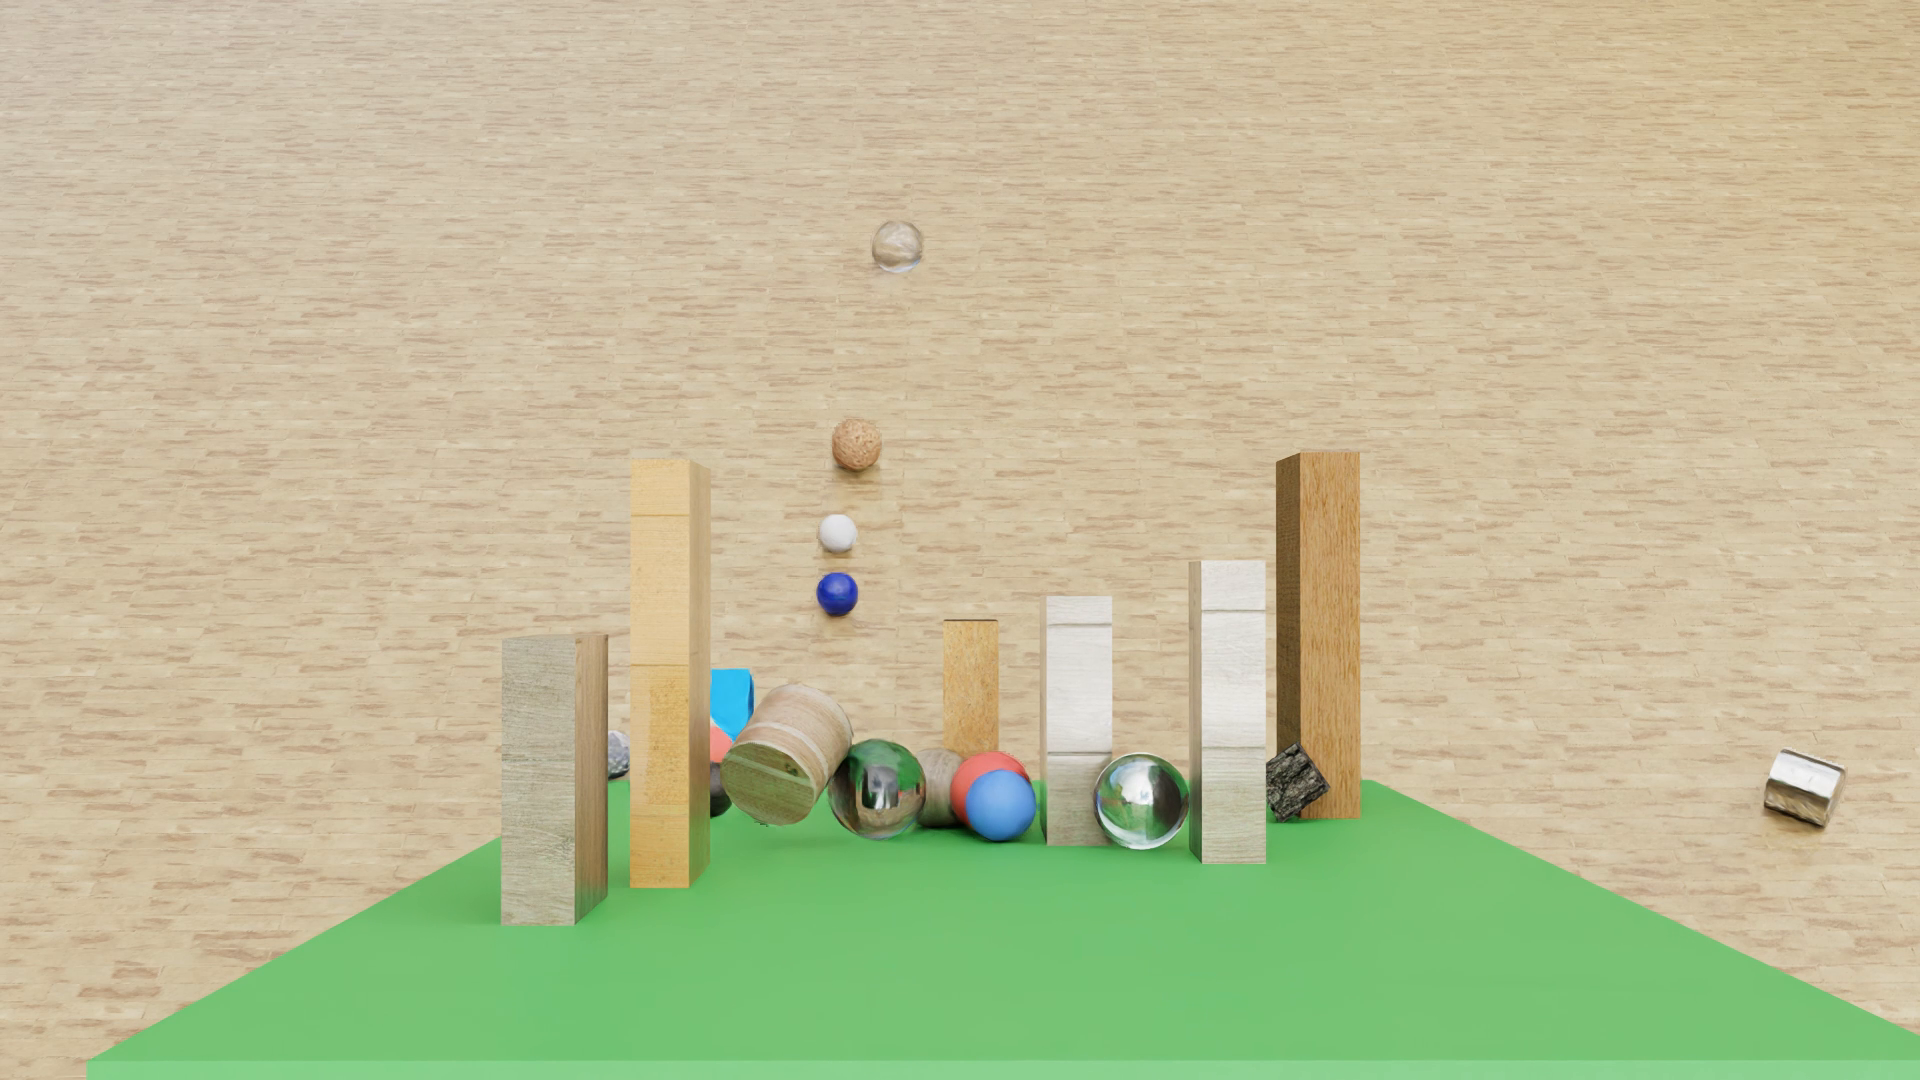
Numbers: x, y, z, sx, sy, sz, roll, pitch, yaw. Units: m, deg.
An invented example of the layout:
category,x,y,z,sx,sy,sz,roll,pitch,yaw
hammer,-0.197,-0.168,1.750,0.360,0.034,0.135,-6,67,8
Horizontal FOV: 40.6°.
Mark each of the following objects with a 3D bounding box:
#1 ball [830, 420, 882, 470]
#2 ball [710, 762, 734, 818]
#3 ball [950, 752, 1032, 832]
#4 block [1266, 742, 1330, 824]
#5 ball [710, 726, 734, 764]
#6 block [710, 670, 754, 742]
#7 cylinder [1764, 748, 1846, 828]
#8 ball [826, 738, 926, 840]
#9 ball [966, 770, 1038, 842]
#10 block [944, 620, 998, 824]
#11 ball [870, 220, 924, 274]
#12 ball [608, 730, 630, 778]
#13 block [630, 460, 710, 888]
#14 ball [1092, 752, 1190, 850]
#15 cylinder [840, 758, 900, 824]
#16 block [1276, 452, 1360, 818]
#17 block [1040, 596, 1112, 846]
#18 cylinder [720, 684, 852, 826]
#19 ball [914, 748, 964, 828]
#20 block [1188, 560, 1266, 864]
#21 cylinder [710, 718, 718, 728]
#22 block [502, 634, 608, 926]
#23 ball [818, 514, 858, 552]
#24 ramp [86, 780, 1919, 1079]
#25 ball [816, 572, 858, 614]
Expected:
category,x,y,z,sx,sy,sz,roll,pitch,yaw
ball,-0.328,-0.298,8.184,0.159,0.159,0.159,0,33,0
ball,-0.548,0.543,5.638,0.123,0.123,0.123,0,33,0
ball,0.063,0.514,5.264,0.168,0.168,0.168,0,33,0
block,0.707,0.518,5.559,0.121,0.121,0.121,-36,-7,8
ball,-0.643,0.542,6.584,0.144,0.144,0.144,0,33,0
block,-0.653,0.461,6.900,0.195,0.195,0.195,-1,75,-1
cylinder,2.190,0.642,6.726,0.160,0.160,0.160,19,38,27
ball,-0.166,0.496,5.165,0.200,0.200,0.200,0,33,0
ball,0.081,0.523,5.110,0.141,0.141,0.141,0,33,0
block,0.023,0.390,5.653,0.117,0.429,0.340,0,-1,0
ball,-0.225,-1.056,9.326,0.191,0.191,0.191,0,33,0
ball,-0.914,0.563,6.805,0.126,0.126,0.126,0,33,0
block,-0.502,0.226,4.517,0.098,0.715,0.371,0,-1,0
ball,0.346,0.499,4.958,0.185,0.185,0.185,0,33,0
cylinder,-0.194,0.538,5.572,0.129,0.129,0.129,0,-1,0
block,0.803,0.210,5.835,0.130,0.794,0.429,0,-1,0
block,0.232,0.355,5.258,0.127,0.484,0.439,0,-1,0
cylinder,-0.336,0.416,5.034,0.197,0.197,0.197,11,36,17
ball,-0.049,0.516,5.398,0.168,0.168,0.168,0,33,0
block,0.496,0.315,4.836,0.116,0.550,0.265,0,-1,0
cylinder,-0.716,0.500,6.708,0.156,0.156,0.156,-39,44,-10
block,-0.627,0.363,4.036,0.109,0.426,0.364,0,-1,0
ball,-0.367,-0.020,7.792,0.117,0.117,0.117,0,33,0
ramp,0.073,0.638,4.749,2.000,0.100,4.000,0,-1,0
ball,-0.356,0.155,7.514,0.125,0.125,0.125,0,33,0
